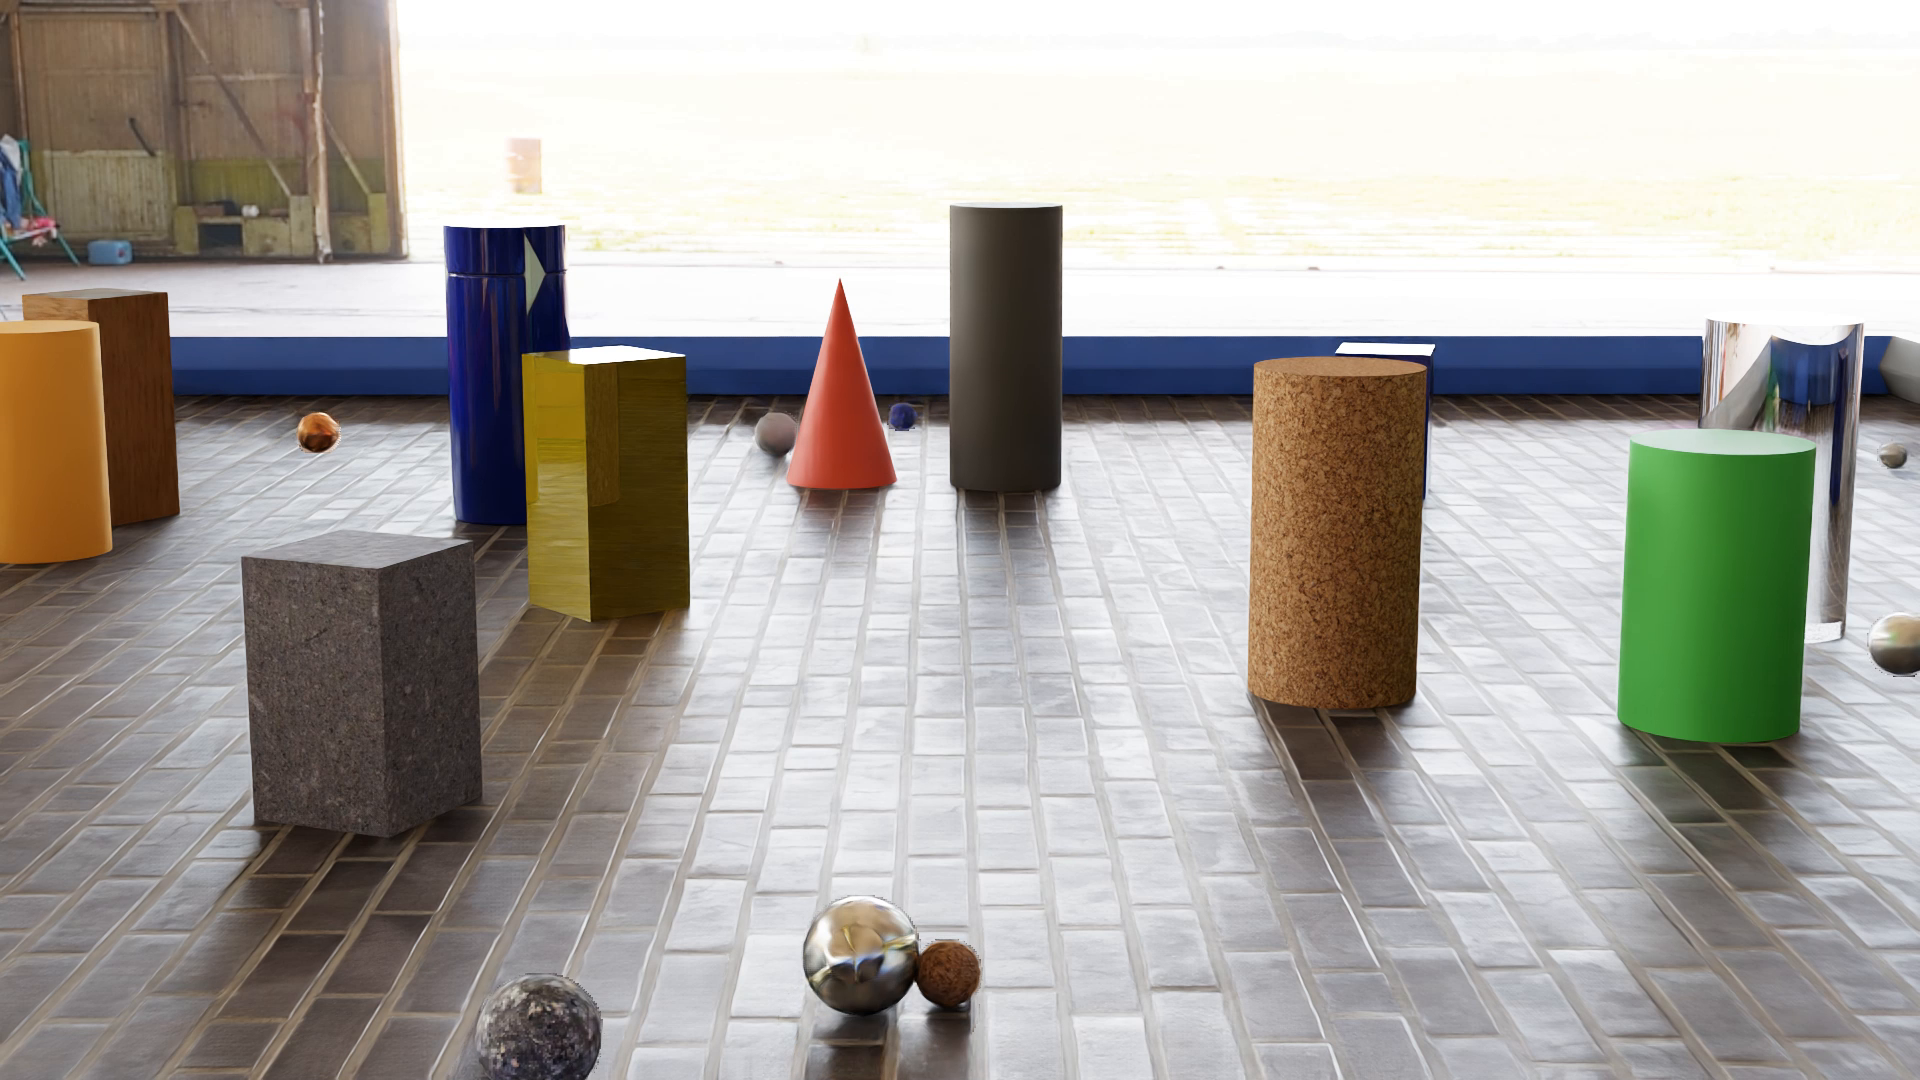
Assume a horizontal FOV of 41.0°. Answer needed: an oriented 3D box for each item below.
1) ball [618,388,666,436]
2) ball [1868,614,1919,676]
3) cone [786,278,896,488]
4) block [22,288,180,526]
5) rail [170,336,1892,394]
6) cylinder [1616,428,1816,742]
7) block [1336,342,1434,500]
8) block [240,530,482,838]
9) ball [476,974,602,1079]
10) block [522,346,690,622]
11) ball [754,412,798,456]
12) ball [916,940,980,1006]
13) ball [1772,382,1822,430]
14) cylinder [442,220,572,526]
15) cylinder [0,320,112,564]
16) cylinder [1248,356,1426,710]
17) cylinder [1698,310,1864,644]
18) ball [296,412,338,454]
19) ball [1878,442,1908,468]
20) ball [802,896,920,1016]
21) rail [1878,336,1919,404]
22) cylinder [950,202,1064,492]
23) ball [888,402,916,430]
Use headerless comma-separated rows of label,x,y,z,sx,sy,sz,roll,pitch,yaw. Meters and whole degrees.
ball,-0.633,-0.253,5.096,0.094,0.094,0.094,0,10,0
ball,1.137,0.126,3.098,0.076,0.076,0.076,0,10,0
cone,-0.210,-0.286,4.531,0.198,0.364,0.198,0,10,0
block,-1.392,-0.218,4.164,0.158,0.364,0.158,7,12,32
rail,-0.013,-0.388,5.722,4.209,0.129,0.045,0,10,0
cylinder,0.842,0.047,2.862,0.198,0.317,0.198,0,10,0
block,0.731,-0.207,4.427,0.158,0.247,0.158,2,11,13
block,-0.587,0.137,2.528,0.158,0.262,0.158,4,11,23
ball,-0.300,0.354,1.828,0.089,0.089,0.089,0,10,0
block,-0.479,-0.080,3.477,0.158,0.343,0.158,-9,14,-39
ball,-0.346,-0.200,4.837,0.084,0.084,0.084,0,10,0
ball,-0.010,0.340,2.011,0.052,0.052,0.052,0,10,0
ball,1.690,-0.271,5.178,0.099,0.099,0.099,0,10,0
cylinder,-0.730,-0.275,4.164,0.198,0.476,0.198,0,10,0
cylinder,-1.390,-0.151,3.864,0.198,0.342,0.198,0,10,0
cylinder,0.440,-0.013,3.003,0.198,0.383,0.198,0,10,0
cylinder,1.059,-0.086,3.333,0.198,0.406,0.198,0,10,0
ball,-1.221,-0.204,4.876,0.077,0.077,0.077,0,10,0
ball,1.706,-0.155,4.688,0.050,0.050,0.050,0,10,0
ball,-0.077,0.323,1.990,0.092,0.092,0.092,0,10,0
rail,2.081,0.031,3.461,0.045,0.129,4.671,0,10,0
cylinder,0.080,-0.342,4.493,0.198,0.488,0.198,0,10,0
ball,-0.117,-0.249,5.177,0.057,0.057,0.057,0,10,0
